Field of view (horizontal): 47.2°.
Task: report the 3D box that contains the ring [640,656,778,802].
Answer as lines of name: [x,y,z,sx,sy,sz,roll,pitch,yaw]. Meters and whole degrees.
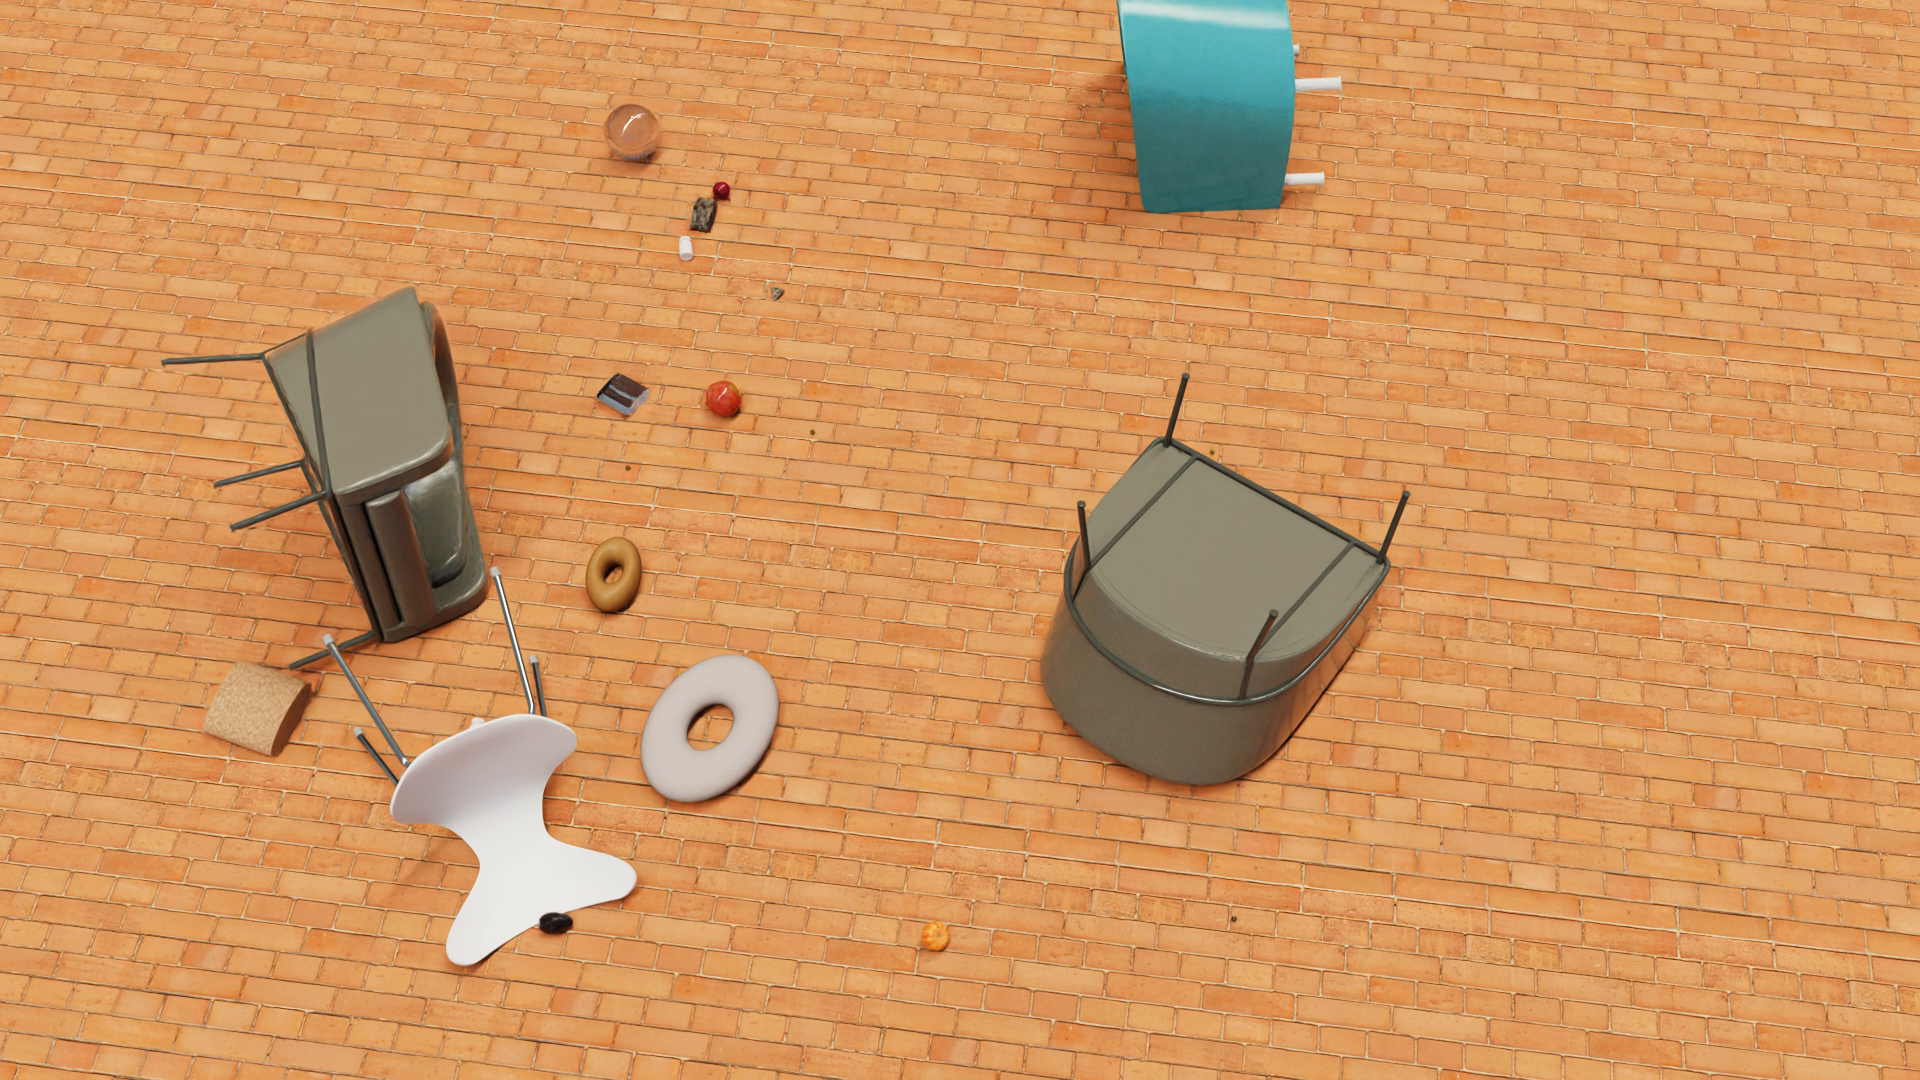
ring: [-0.701,0.525,6.168,0.354,0.092,0.490,21,58,14]

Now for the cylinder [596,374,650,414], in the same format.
cylinder: [-1.048,-0.454,6.851,0.118,0.046,0.121,27,57,24]

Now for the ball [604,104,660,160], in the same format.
ball: [-1.102,-1.371,7.382,0.186,0.186,0.186,0,56,0]

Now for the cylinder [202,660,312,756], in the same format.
cylinder: [-1.980,0.472,6.199,0.217,0.094,0.235,17,65,11]

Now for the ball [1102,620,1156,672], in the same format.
ball: [0.483,0.303,6.280,0.150,0.150,0.150,0,56,0]

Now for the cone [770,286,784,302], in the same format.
cone: [-0.595,-0.787,7.093,0.049,0.034,0.049,12,76,6]

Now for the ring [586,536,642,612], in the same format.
ring: [-1.016,0.100,6.455,0.161,0.088,0.249,3,55,4]
